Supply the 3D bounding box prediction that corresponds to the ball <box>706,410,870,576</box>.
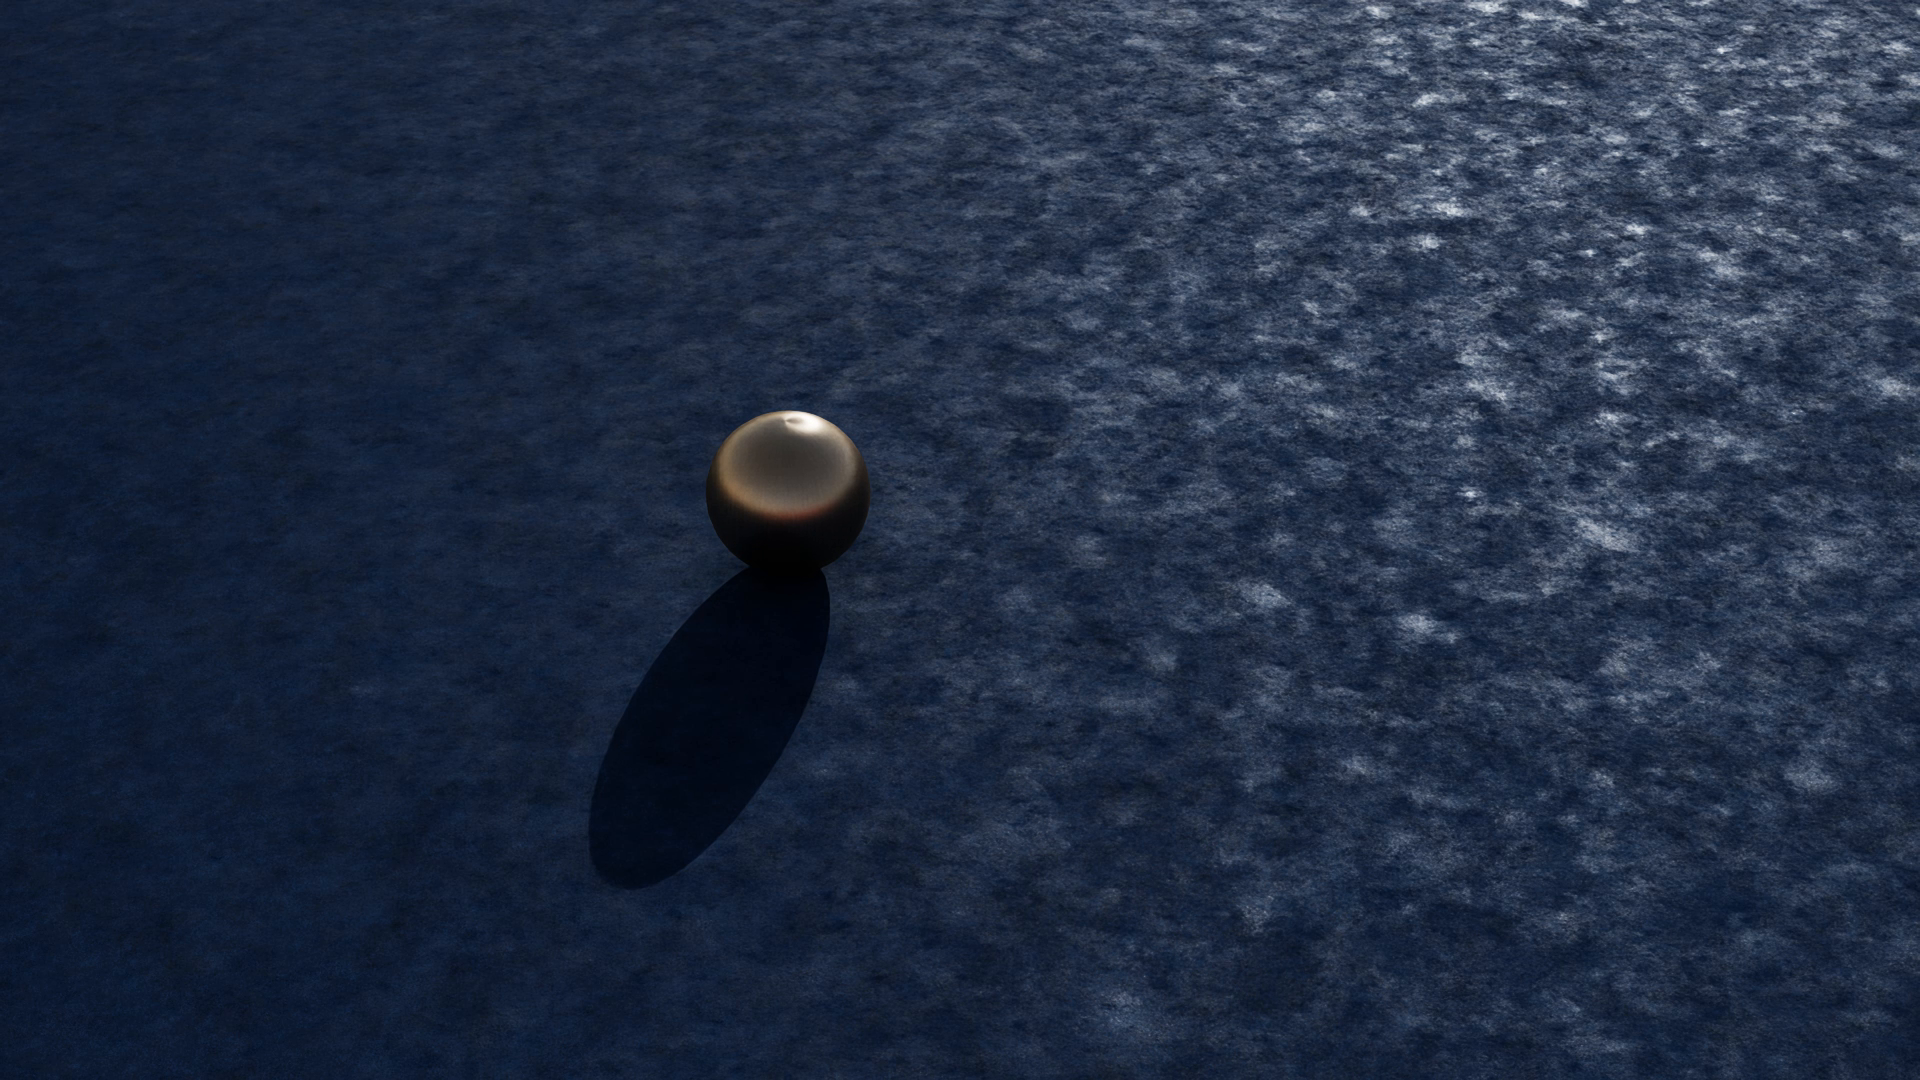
[{"bbox_3d":[-0.096,-0.026,1.646,0.092,0.092,0.092,0,32,0],"label":"ball"}]
